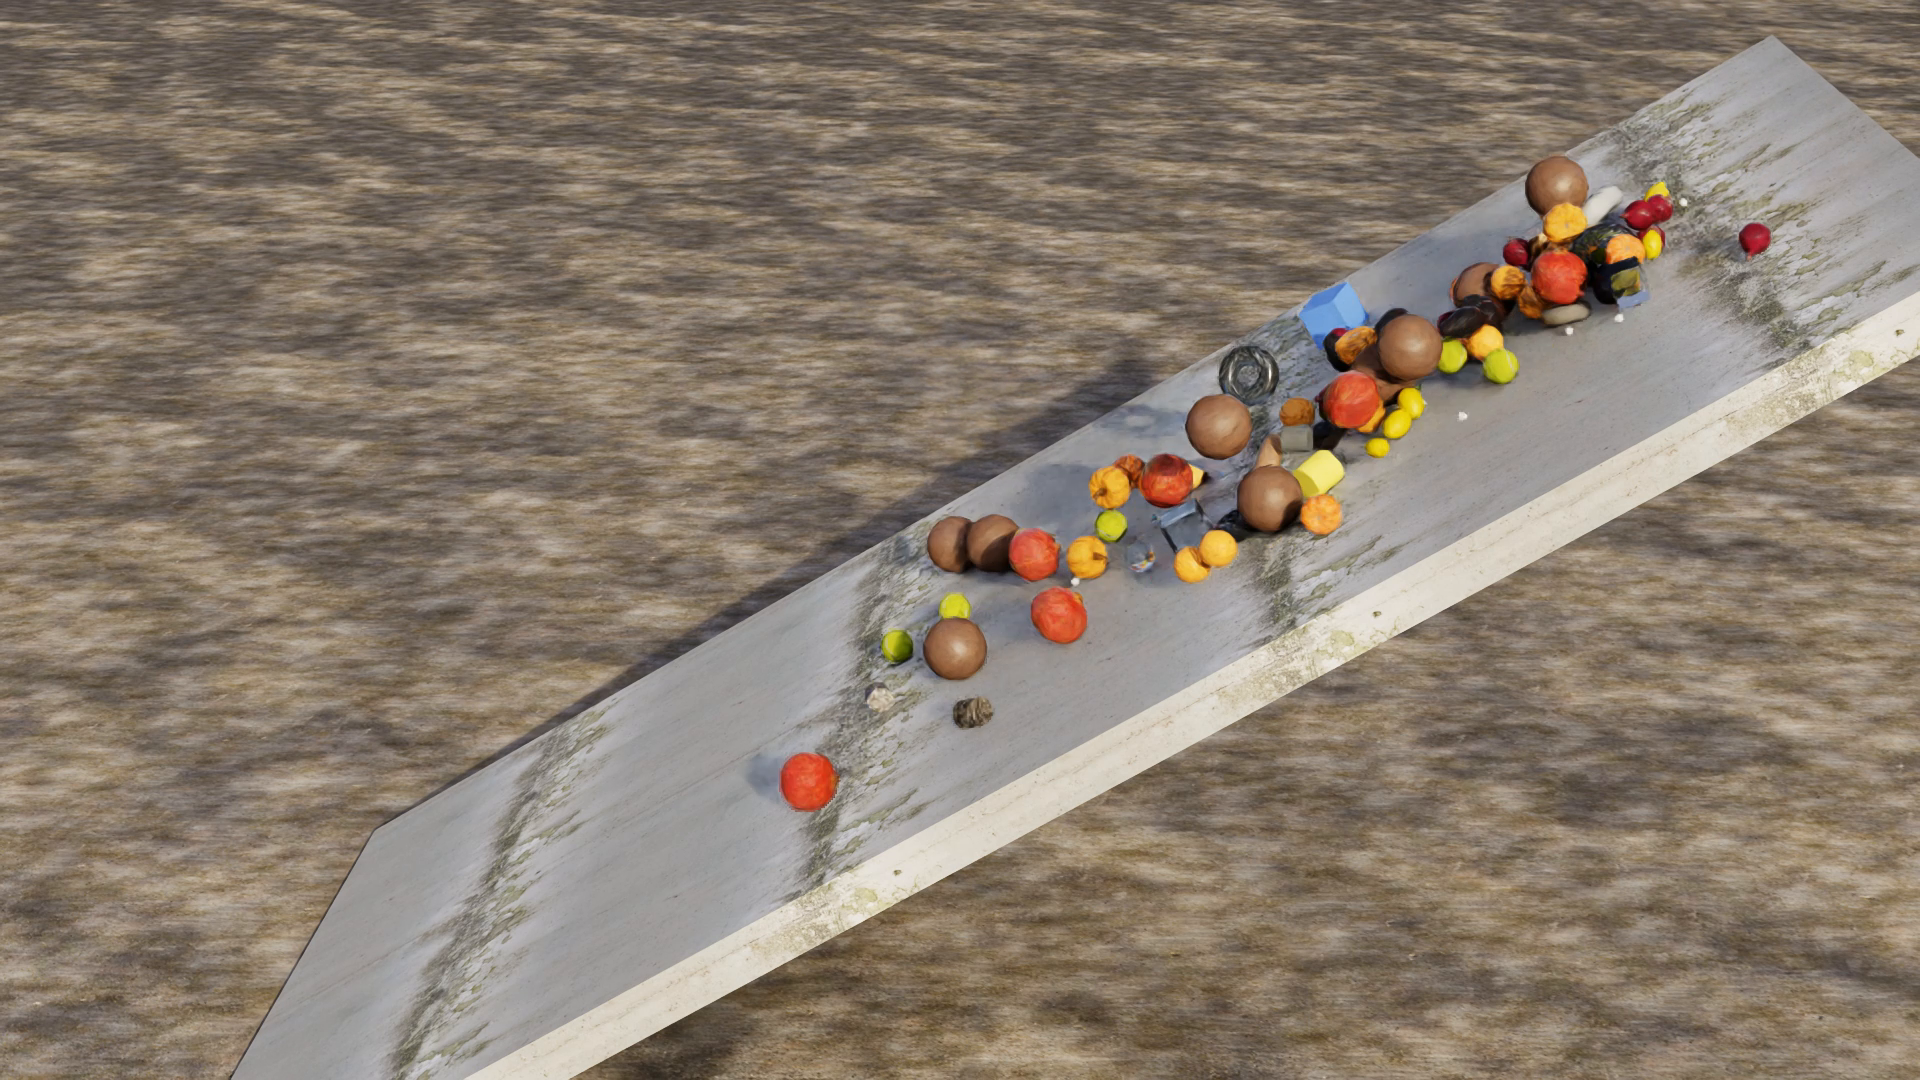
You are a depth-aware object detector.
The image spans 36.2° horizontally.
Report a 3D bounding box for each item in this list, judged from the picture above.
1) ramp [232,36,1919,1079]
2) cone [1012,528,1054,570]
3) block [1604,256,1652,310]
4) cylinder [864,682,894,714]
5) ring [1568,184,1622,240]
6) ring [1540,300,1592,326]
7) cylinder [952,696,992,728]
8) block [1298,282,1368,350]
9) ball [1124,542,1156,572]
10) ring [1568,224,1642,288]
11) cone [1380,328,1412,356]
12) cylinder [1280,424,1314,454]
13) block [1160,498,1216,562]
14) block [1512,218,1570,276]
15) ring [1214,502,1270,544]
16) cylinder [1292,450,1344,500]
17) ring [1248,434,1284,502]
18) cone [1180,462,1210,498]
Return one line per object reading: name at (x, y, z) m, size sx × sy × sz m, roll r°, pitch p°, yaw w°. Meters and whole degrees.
ramp at (0.141, 0.169, 6.289) m, size 4.000 × 0.100 × 2.000 m, roll -29°, pitch 15°, yaw 13°
cone at (0.179, 0.004, 6.368) m, size 0.096 × 0.096 × 0.096 m, roll 12°, pitch 26°, yaw 31°
block at (1.278, -0.493, 5.626) m, size 0.063 × 0.063 × 0.063 m, roll -18°, pitch 56°, yaw 19°
cylinder at (-0.169, 0.328, 6.113) m, size 0.054 × 0.054 × 0.054 m, roll -3°, pitch 11°, yaw -9°
ring at (1.332, -0.685, 6.173) m, size 0.048 × 0.144 × 0.144 m, roll 44°, pitch 35°, yaw 12°
ring at (1.191, -0.445, 5.780) m, size 0.101 × 0.034 × 0.101 m, roll -13°, pitch 6°, yaw 1°
cylinder at (0.024, 0.334, 5.693) m, size 0.055 × 0.055 × 0.055 m, roll -17°, pitch 1°, yaw -39°
block at (0.840, -0.504, 6.610) m, size 0.096 × 0.096 × 0.096 m, roll -20°, pitch 19°, yaw 39°
ball at (0.364, 0.033, 5.942) m, size 0.062 × 0.062 × 0.062 m, roll 0°, pitch 19°, yaw 0°
ring at (1.274, -0.561, 5.808) m, size 0.143 × 0.143 × 0.048 m, roll 1°, pitch 38°, yaw 3°
cone at (0.917, -0.407, 6.151) m, size 0.061 × 0.061 × 0.061 m, roll 16°, pitch 23°, yaw 16°
cylinder at (0.664, -0.199, 5.799) m, size 0.053 × 0.053 × 0.053 m, roll -5°, pitch 16°, yaw 22°
block at (0.457, -0.020, 5.884) m, size 0.081 × 0.081 × 0.081 m, roll -29°, pitch 15°, yaw 13°
block at (1.229, -0.618, 6.197) m, size 0.080 × 0.080 × 0.080 m, roll -33°, pitch 15°, yaw -2°
ring at (0.556, -0.033, 5.799) m, size 0.122 × 0.041 × 0.122 m, roll -30°, pitch 13°, yaw 8°
cylinder at (0.698, -0.127, 5.741) m, size 0.073 × 0.073 × 0.073 m, roll -40°, pitch 37°, yaw -24°
ring at (0.613, -0.143, 5.891) m, size 0.048 × 0.144 × 0.144 m, roll 17°, pitch 21°, yaw 5°
cone at (0.483, -0.118, 6.234) m, size 0.072 × 0.072 × 0.072 m, roll 26°, pitch -2°, yaw 1°
